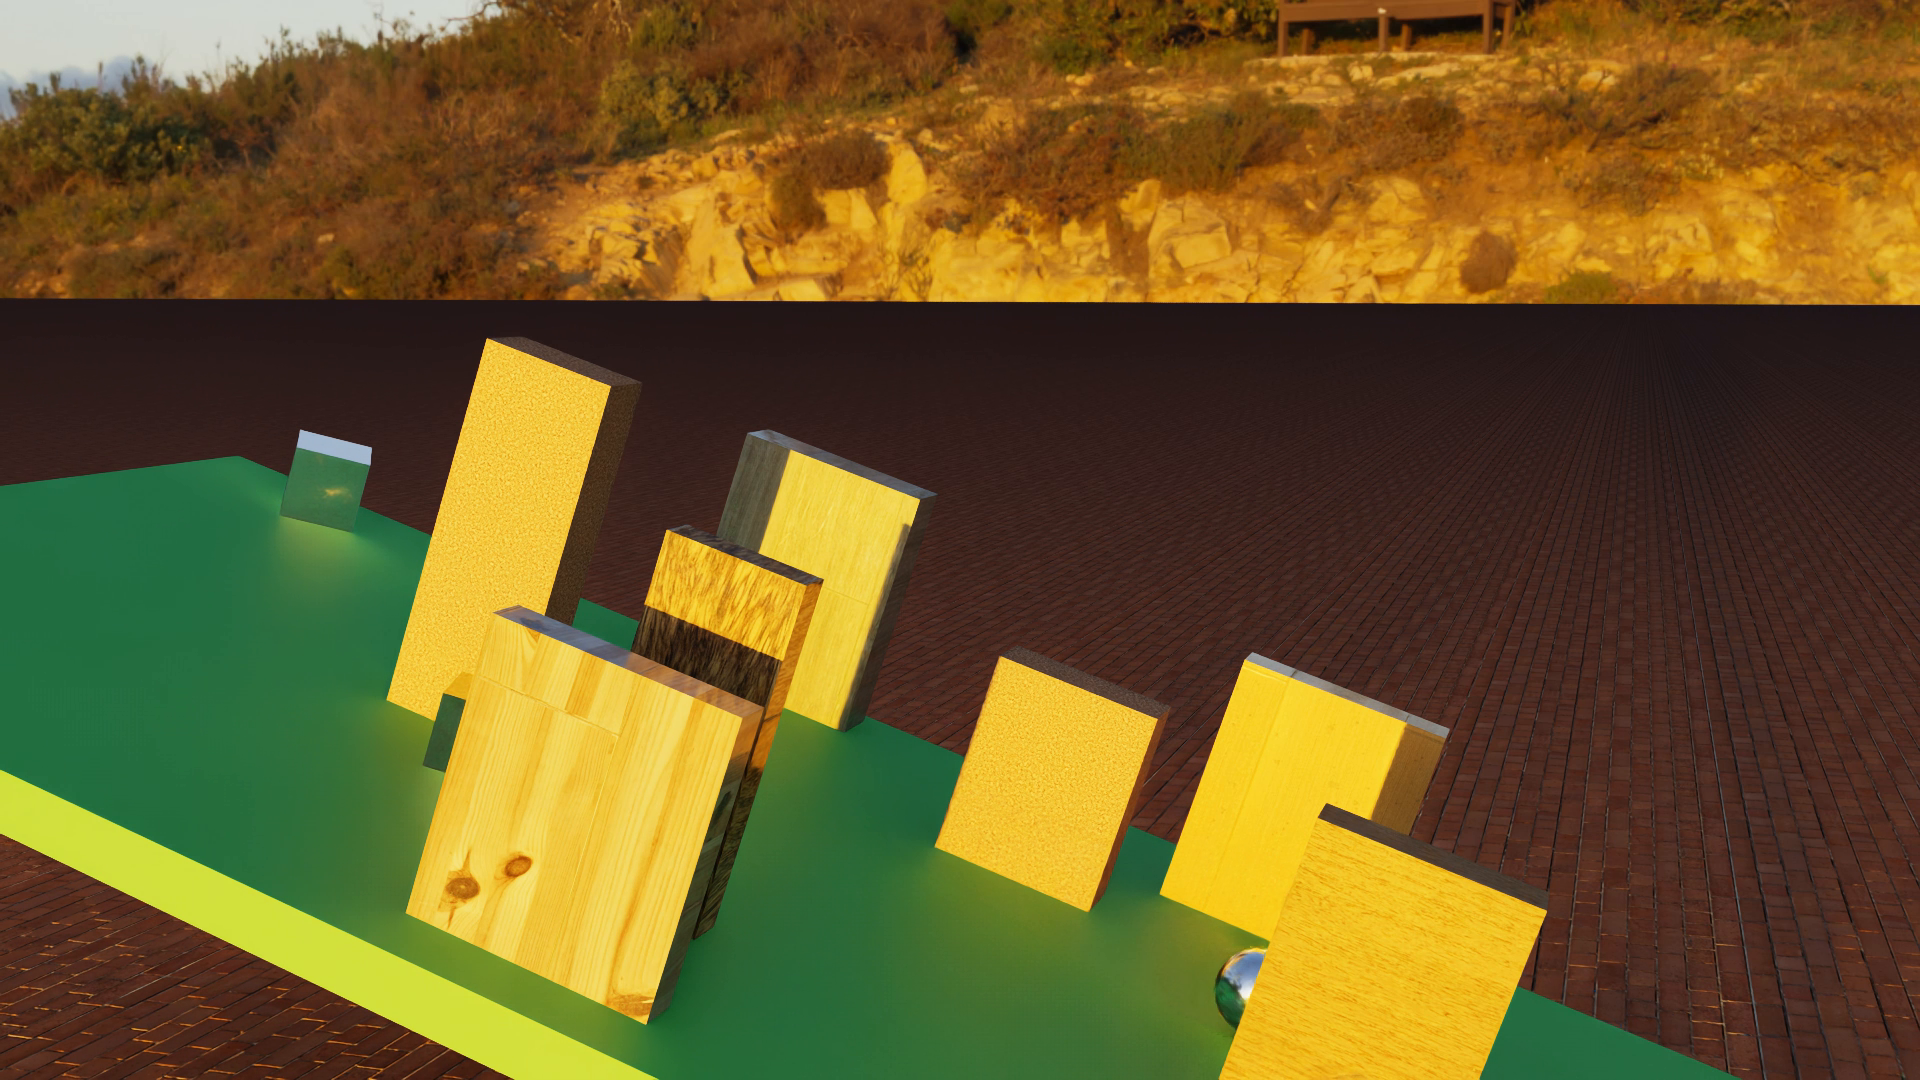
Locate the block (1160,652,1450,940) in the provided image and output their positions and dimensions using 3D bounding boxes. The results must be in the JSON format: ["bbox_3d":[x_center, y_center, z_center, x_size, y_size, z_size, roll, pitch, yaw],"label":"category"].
[{"bbox_3d":[0.717,0.571,4.601,0.435,0.541,0.097,21,12,14],"label":"block"}]

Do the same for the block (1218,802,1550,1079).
[{"bbox_3d":[0.688,0.769,3.642,0.386,0.550,0.110,21,12,14],"label":"block"}]

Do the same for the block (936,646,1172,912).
[{"bbox_3d":[0.189,0.483,4.485,0.344,0.426,0.134,21,12,14],"label":"block"}]

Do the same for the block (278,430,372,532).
[{"bbox_3d":[-1.540,-0.143,5.344,0.174,0.174,0.174,14,13,-17],"label":"block"}]

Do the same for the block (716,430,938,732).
[{"bbox_3d":[-0.356,0.091,5.089,0.438,0.572,0.132,21,12,14],"label":"block"}]

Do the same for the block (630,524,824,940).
[{"bbox_3d":[-0.454,0.324,3.712,0.260,0.646,0.082,21,12,14],"label":"block"}]

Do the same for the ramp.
[{"bbox_3d":[-0.348,0.648,4.220,4.000,0.100,2.000,21,12,14],"label":"ramp"}]

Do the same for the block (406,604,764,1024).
[{"bbox_3d":[-0.585,0.421,3.402,0.435,0.514,0.085,21,12,14],"label":"block"}]

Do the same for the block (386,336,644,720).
[{"bbox_3d":[-0.868,0.006,4.279,0.271,0.749,0.141,21,12,14],"label":"block"}]

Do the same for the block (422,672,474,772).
[{"bbox_3d":[-0.899,0.355,4.121,0.147,0.147,0.147,18,12,-3],"label":"block"}]

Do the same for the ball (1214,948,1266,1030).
[{"bbox_3d":[0.541,0.821,3.995,0.156,0.156,0.156,0,7,0],"label":"ball"}]
